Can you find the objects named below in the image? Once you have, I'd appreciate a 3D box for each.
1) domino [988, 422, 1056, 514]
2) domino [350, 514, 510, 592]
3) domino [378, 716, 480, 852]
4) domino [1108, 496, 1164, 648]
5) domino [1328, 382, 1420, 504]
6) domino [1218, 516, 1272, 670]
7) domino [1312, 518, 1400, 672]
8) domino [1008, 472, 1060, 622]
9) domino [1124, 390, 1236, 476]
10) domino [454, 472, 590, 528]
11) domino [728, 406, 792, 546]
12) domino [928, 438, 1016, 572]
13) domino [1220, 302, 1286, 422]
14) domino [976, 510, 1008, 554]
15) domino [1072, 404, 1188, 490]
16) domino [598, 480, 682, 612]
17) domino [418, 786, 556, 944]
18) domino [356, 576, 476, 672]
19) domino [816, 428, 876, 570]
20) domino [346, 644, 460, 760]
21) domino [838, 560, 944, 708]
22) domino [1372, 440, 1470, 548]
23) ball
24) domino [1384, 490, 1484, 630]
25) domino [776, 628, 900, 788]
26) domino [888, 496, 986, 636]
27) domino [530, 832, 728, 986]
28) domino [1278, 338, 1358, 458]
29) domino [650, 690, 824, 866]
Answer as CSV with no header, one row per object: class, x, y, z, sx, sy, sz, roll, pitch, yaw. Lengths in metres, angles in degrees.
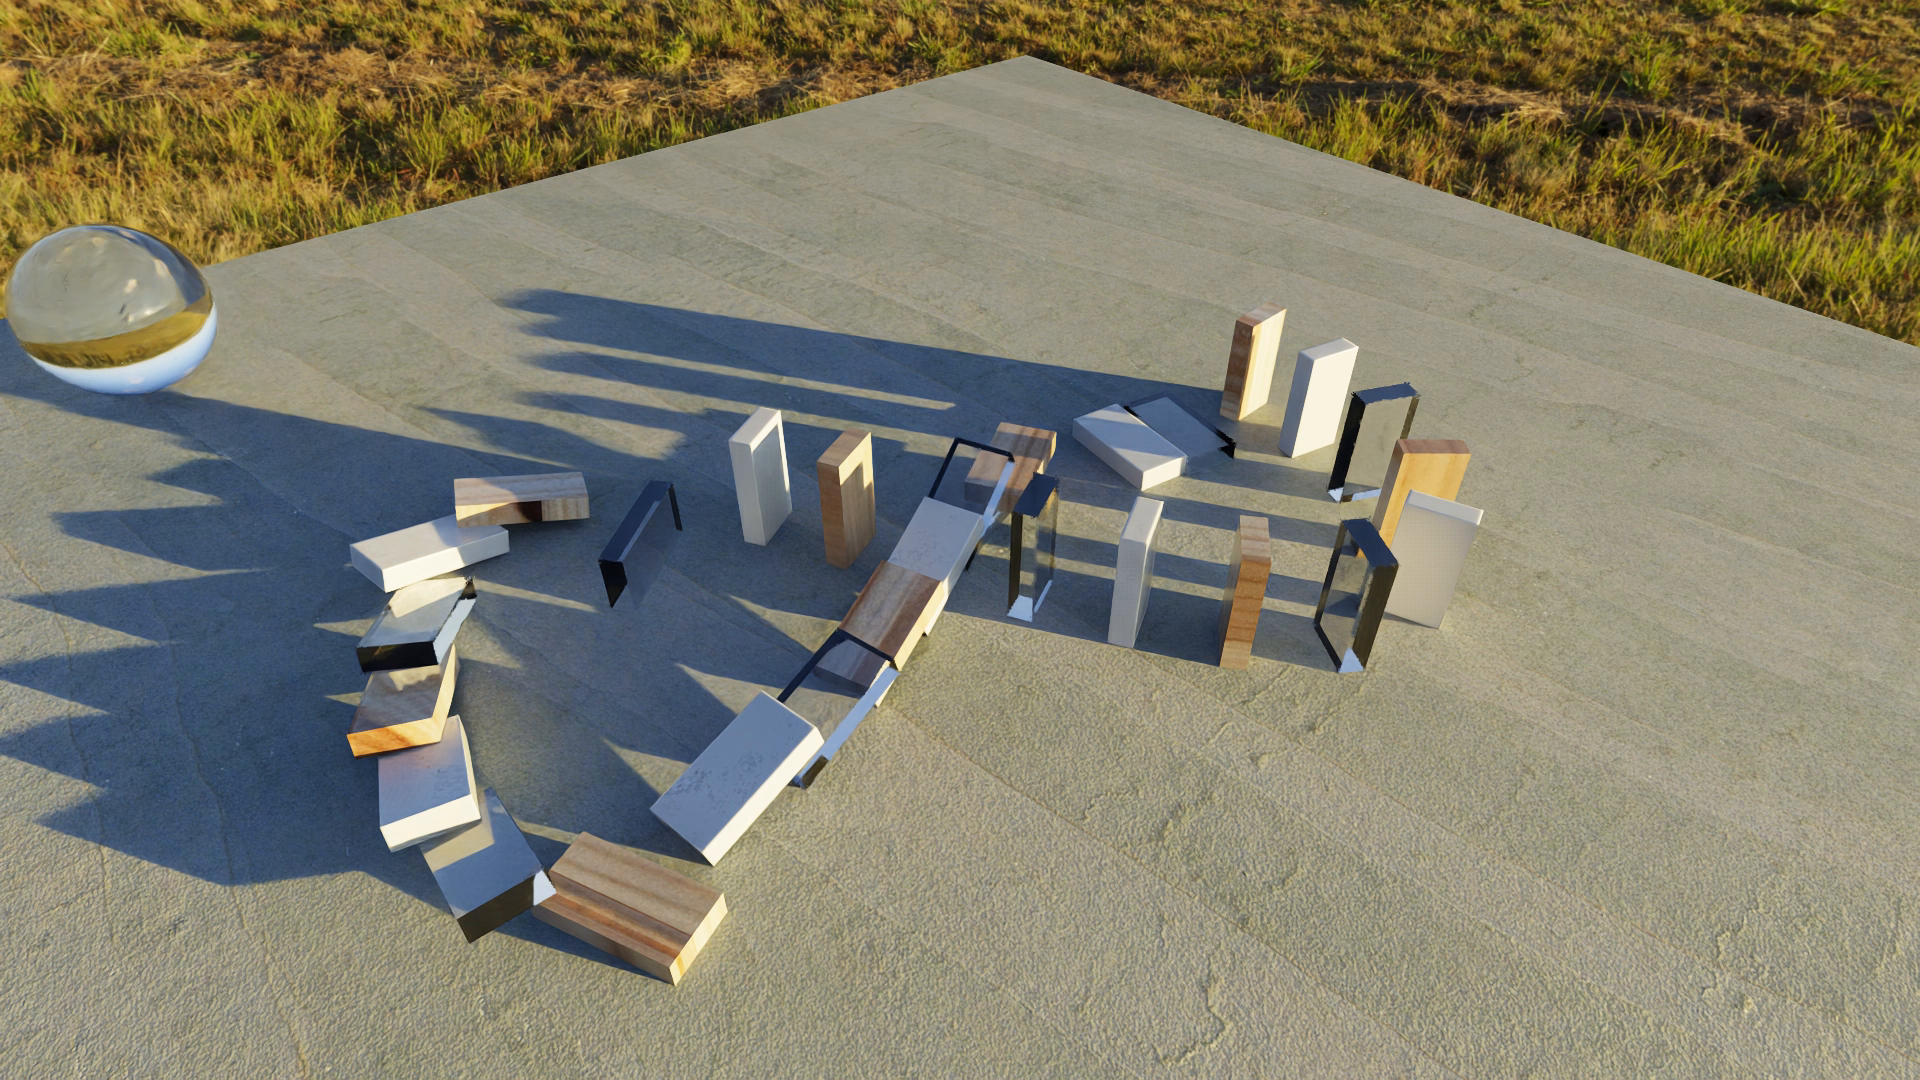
domino,0.022,-0.031,0.466,0.025,0.010,0.050,12,41,14
domino,-0.206,0.003,0.430,0.025,0.009,0.050,26,33,31
domino,-0.166,0.074,0.342,0.025,0.010,0.050,-19,28,-21
domino,0.063,0.012,0.397,0.009,0.050,0.025,13,41,16
domino,0.173,-0.040,0.460,0.025,0.050,0.010,-10,40,-12
domino,0.100,0.019,0.388,0.009,0.050,0.025,6,40,7
domino,0.138,0.020,0.387,0.010,0.050,0.025,-5,40,-6
domino,0.027,0.003,0.408,0.009,0.050,0.025,15,42,17
domino,0.100,-0.050,0.504,0.025,0.010,0.050,-19,43,-22
domino,-0.181,-0.017,0.455,0.050,0.010,0.025,-5,31,-24
domino,-0.080,-0.025,0.442,0.009,0.050,0.025,12,41,15
domino,0.001,-0.015,0.440,0.025,0.009,0.050,18,72,21
domino,0.136,-0.083,0.512,0.025,0.050,0.009,-31,48,-32
domino,0.007,-0.015,0.462,0.025,0.009,0.050,19,43,21
domino,0.076,-0.043,0.495,0.025,0.010,0.050,-22,44,-24
domino,-0.124,0.002,0.429,0.010,0.025,0.050,6,40,8
domino,-0.140,0.093,0.321,0.025,0.009,0.050,-27,33,-29
domino,-0.195,0.030,0.397,0.025,0.010,0.050,-5,25,-6
domino,-0.044,-0.016,0.431,0.009,0.050,0.025,16,42,18
domino,-0.185,0.053,0.369,0.025,0.009,0.050,-11,26,-13
domino,-0.029,0.033,0.393,0.025,0.009,0.050,19,59,22
domino,0.179,-0.016,0.431,0.025,0.050,0.010,0,39,1
ball,-0.399,-0.108,0.520,0.080,0.080,0.080,0,39,0
domino,0.170,0.008,0.402,0.025,0.050,0.010,20,43,23
domino,-0.046,0.055,0.366,0.025,0.009,0.050,25,61,27
domino,-0.013,0.009,0.418,0.025,0.010,0.050,19,65,21
domino,-0.095,0.105,0.316,0.050,0.010,0.025,16,42,19
domino,0.158,-0.063,0.488,0.025,0.050,0.010,-19,43,-22
domino,-0.069,0.073,0.344,0.025,0.010,0.050,28,62,30
